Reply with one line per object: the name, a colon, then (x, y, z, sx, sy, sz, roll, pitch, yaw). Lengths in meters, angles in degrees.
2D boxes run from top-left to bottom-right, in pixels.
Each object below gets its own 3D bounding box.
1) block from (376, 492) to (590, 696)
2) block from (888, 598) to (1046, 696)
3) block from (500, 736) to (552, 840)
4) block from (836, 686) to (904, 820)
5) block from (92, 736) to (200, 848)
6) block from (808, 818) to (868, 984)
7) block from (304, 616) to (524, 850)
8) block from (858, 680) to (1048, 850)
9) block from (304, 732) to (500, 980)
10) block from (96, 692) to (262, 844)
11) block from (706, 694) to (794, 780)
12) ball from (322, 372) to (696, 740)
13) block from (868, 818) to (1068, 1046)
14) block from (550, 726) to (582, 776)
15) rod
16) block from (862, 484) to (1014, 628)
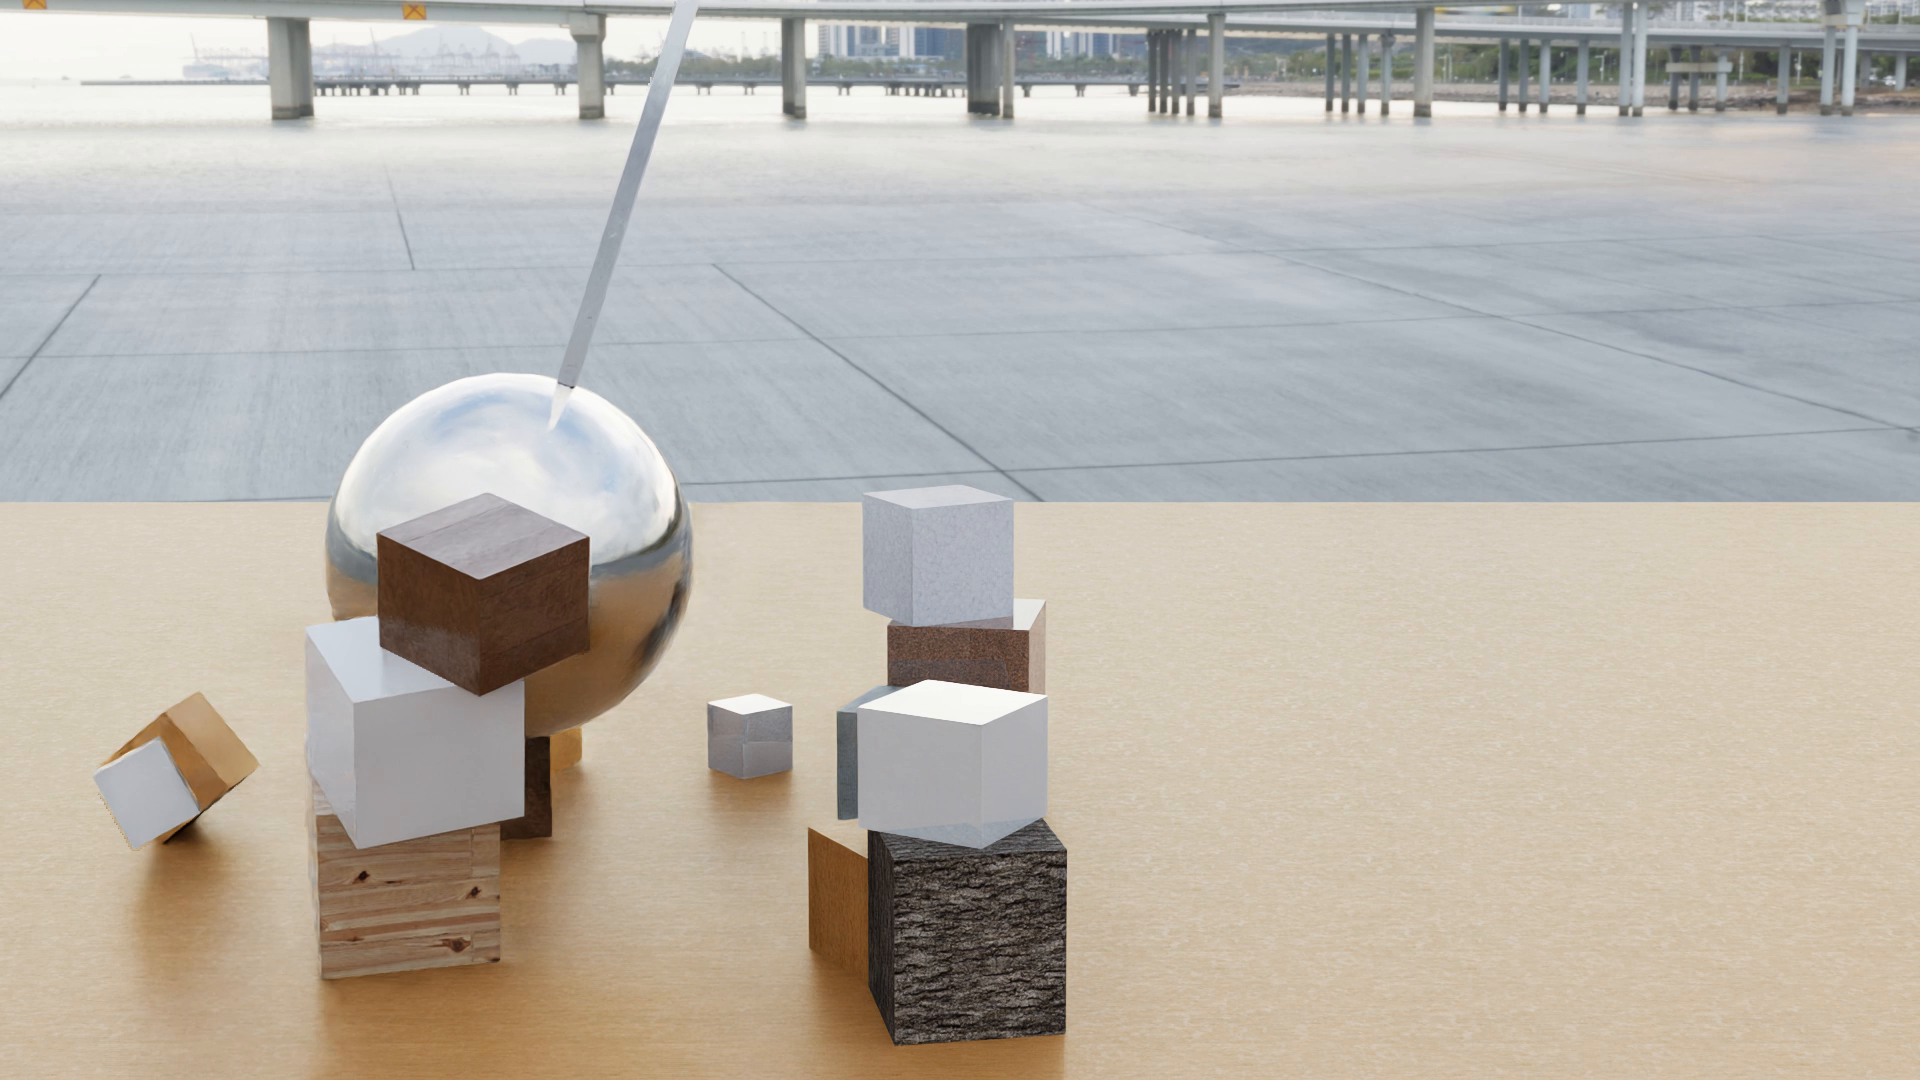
block: (-1.800, 0.195, 9.700, 0.556, 0.477, 0.552, 22, 30, 32)
block: (0.042, 0.774, 12.977, 0.702, 0.834, 0.739, 1, 10, 8)
block: (-2.289, 1.077, 12.142, 0.624, 0.537, 0.645, -3, 11, -15)
block: (-0.184, 1.043, 12.341, 0.656, 0.532, 0.561, 3, 11, 18)
block: (-3.521, 1.089, 11.117, 0.309, 0.359, 0.345, -30, 7, -14)
block: (-0.245, 1.423, 10.308, 0.547, 0.512, 0.522, -6, 12, -30)
block: (-2.099, 0.700, 9.870, 0.655, 0.623, 0.650, -9, 28, -27)
block: (-0.024, 0.837, 9.690, 0.533, 0.468, 0.510, 6, 12, 30)
block: (-2.252, 1.234, 10.340, 0.697, 0.733, 0.701, -3, 24, -17)
block: (-3.639, 1.060, 11.964, 0.445, 0.456, 0.404, -38, 5, 11)
block: (-1.073, 1.002, 13.114, 0.309, 0.338, 0.320, -8, 13, -39)
ball: (-1.957, 0.071, 11.193, 1.600, 1.600, 1.600, 0, 10, 0)
block: (0.018, 1.436, 9.683, 0.641, 0.709, 0.633, -2, 10, -11)
block: (-2.373, 0.852, 13.080, 0.657, 0.644, 0.615, 4, 11, 19)
rod: (-0.848, -3.092, 10.618, 0.080, 5.200, 0.080, 19, 10, -3)
block: (-0.113, 0.071, 12.867, 0.570, 0.588, 0.541, -6, 12, -29)
